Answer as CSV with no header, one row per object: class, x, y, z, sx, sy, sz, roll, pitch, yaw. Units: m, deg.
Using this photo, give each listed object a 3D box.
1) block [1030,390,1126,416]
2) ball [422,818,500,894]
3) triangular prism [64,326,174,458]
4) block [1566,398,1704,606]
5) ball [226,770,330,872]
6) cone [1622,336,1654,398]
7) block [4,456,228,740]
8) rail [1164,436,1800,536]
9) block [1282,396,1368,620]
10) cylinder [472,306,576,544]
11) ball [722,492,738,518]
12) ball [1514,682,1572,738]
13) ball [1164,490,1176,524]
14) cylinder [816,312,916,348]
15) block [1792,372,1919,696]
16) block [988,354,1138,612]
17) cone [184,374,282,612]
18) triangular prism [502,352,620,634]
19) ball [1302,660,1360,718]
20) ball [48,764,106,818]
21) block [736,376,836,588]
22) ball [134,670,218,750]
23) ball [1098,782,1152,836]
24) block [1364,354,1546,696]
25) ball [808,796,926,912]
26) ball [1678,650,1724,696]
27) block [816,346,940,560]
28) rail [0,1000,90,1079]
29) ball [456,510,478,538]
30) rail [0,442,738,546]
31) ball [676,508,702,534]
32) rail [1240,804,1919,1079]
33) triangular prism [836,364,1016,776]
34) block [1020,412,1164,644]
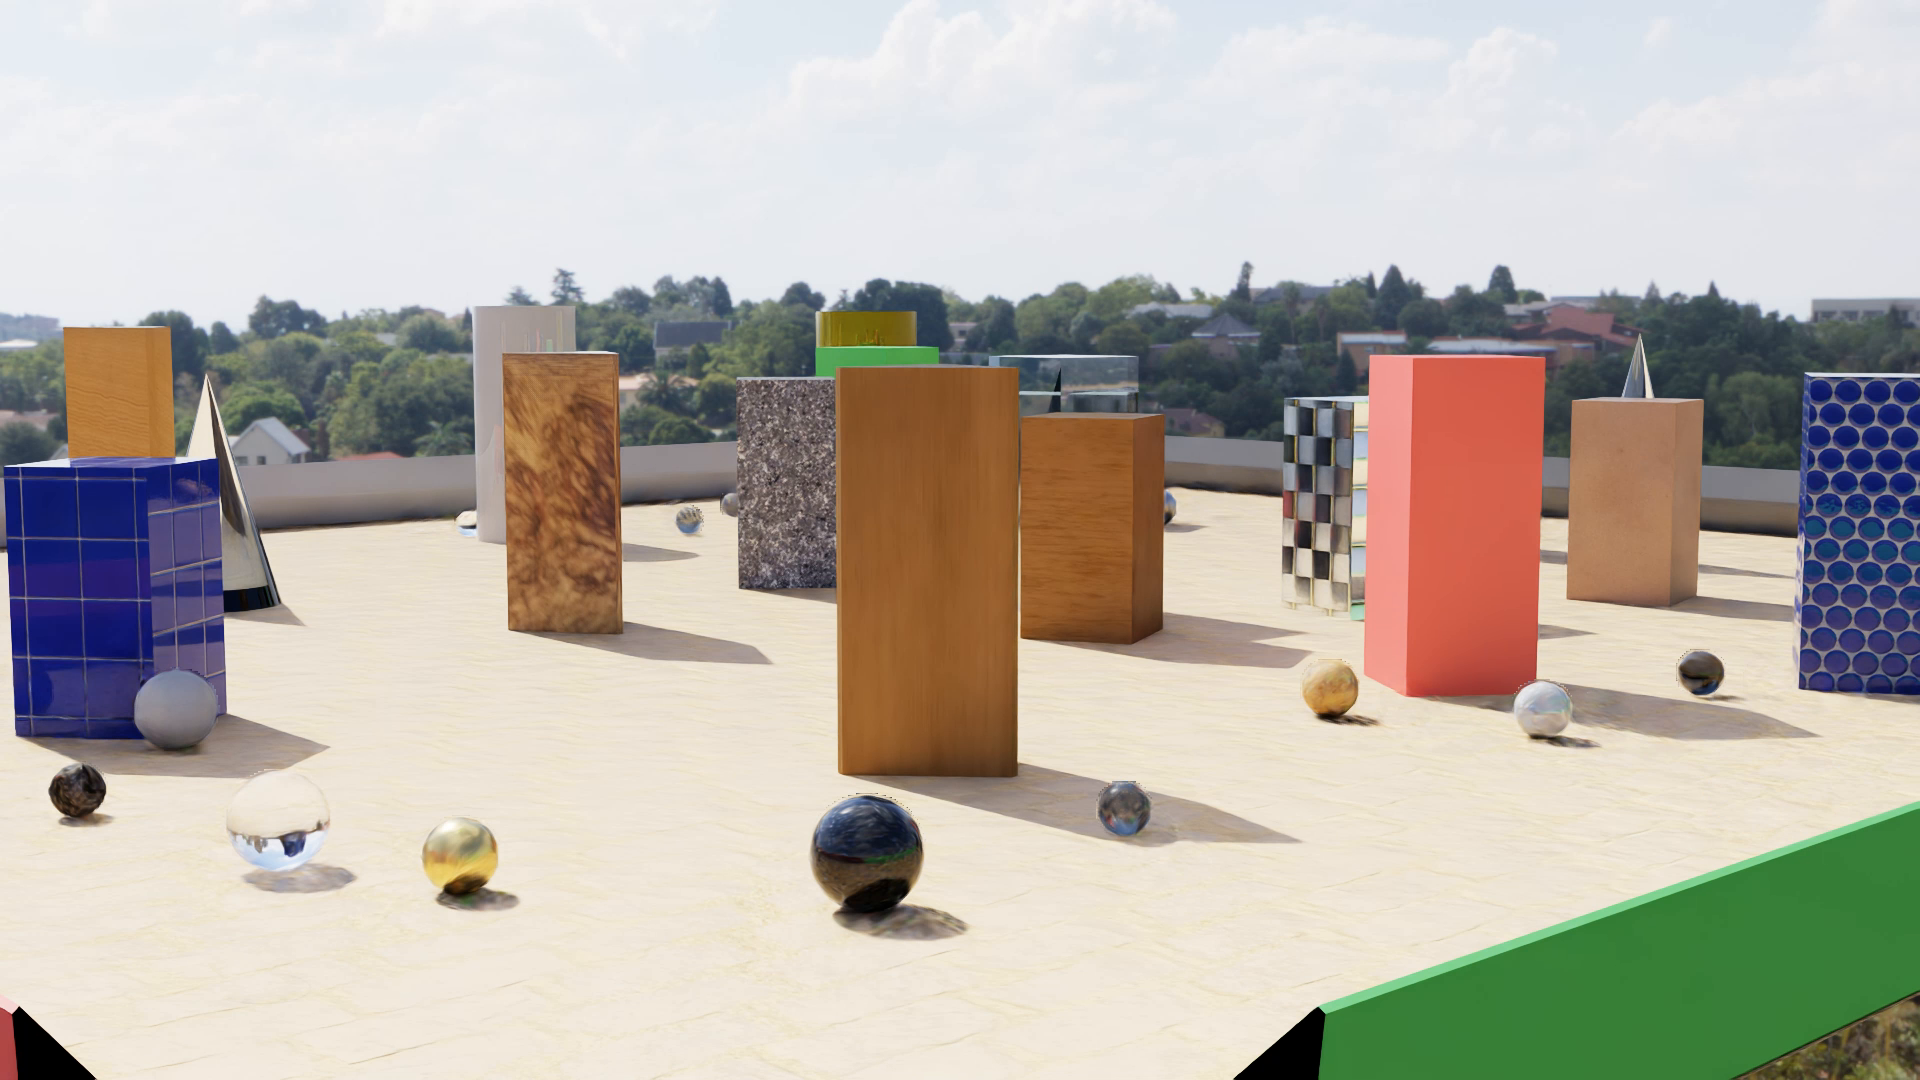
block,0.250,-0.179,4.674,0.157,0.272,0.157,3,7,24
ball,-0.382,0.242,1.681,0.058,0.058,0.058,0,6,0
triangular prism,-1.336,-0.139,3.594,0.170,0.417,0.147,2,6,20
block,1.045,-0.063,3.403,0.157,0.307,0.157,4,7,33
ball,-0.543,0.224,1.751,0.080,0.080,0.080,0,6,0
cone,1.190,-0.161,3.869,0.197,0.405,0.197,0,6,0
block,-0.901,0.058,2.357,0.157,0.283,0.157,1,6,8
rail,1.381,-0.099,4.599,0.045,0.128,3.662,-5,8,-42
block,0.590,-0.052,3.257,0.157,0.314,0.157,-4,7,-31
cylinder,-0.843,-0.227,4.275,0.197,0.452,0.197,0,6,0
ball,-0.487,-0.076,4.745,0.053,0.053,0.053,0,6,0
ball,0.607,0.177,2.291,0.060,0.060,0.060,0,6,0
ball,0.409,-0.068,4.544,0.078,0.078,0.078,0,6,0
cylinder,-0.182,-0.224,4.293,0.197,0.442,0.197,0,6,0
block,1.087,-0.012,2.621,0.157,0.368,0.157,2,6,18
block,0.154,-0.086,3.285,0.157,0.376,0.157,-5,8,-40
cone,-1.130,-0.076,3.317,0.197,0.350,0.197,0,6,0
triangular prism,-0.531,-0.071,3.102,0.170,0.386,0.147,2,6,14
ball,0.406,0.163,2.413,0.062,0.062,0.062,0,6,0
ball,-0.778,0.221,1.938,0.047,0.047,0.047,0,6,0
block,-0.284,-0.097,3.591,0.157,0.334,0.157,-1,6,-5
ball,-0.797,0.173,2.234,0.081,0.081,0.081,0,6,0
ball,0.140,0.229,1.868,0.045,0.045,0.045,0,6,0
block,0.583,-0.022,2.608,0.157,0.390,0.157,-1,6,-7
ball,-0.069,0.233,1.631,0.086,0.086,0.086,0,6,0
ball,0.859,0.154,2.548,0.052,0.052,0.052,0,6,0
block,-0.147,-0.156,3.943,0.157,0.379,0.157,4,7,35
rail,-1.381,0.166,2.065,0.045,0.128,3.662,-5,8,-42
ball,-0.965,-0.032,4.324,0.053,0.053,0.053,0,6,0
rail,-1.226,-0.105,4.653,3.805,0.128,0.045,-5,8,-42
ball,-0.540,-0.038,4.377,0.053,0.053,0.053,0,6,0
rail,1.226,0.171,2.011,3.805,0.128,0.045,-5,8,-42
triangular prism,-0.026,0.024,2.164,0.170,0.391,0.147,0,6,4
block,0.183,-0.020,3.021,0.157,0.301,0.157,2,6,20
